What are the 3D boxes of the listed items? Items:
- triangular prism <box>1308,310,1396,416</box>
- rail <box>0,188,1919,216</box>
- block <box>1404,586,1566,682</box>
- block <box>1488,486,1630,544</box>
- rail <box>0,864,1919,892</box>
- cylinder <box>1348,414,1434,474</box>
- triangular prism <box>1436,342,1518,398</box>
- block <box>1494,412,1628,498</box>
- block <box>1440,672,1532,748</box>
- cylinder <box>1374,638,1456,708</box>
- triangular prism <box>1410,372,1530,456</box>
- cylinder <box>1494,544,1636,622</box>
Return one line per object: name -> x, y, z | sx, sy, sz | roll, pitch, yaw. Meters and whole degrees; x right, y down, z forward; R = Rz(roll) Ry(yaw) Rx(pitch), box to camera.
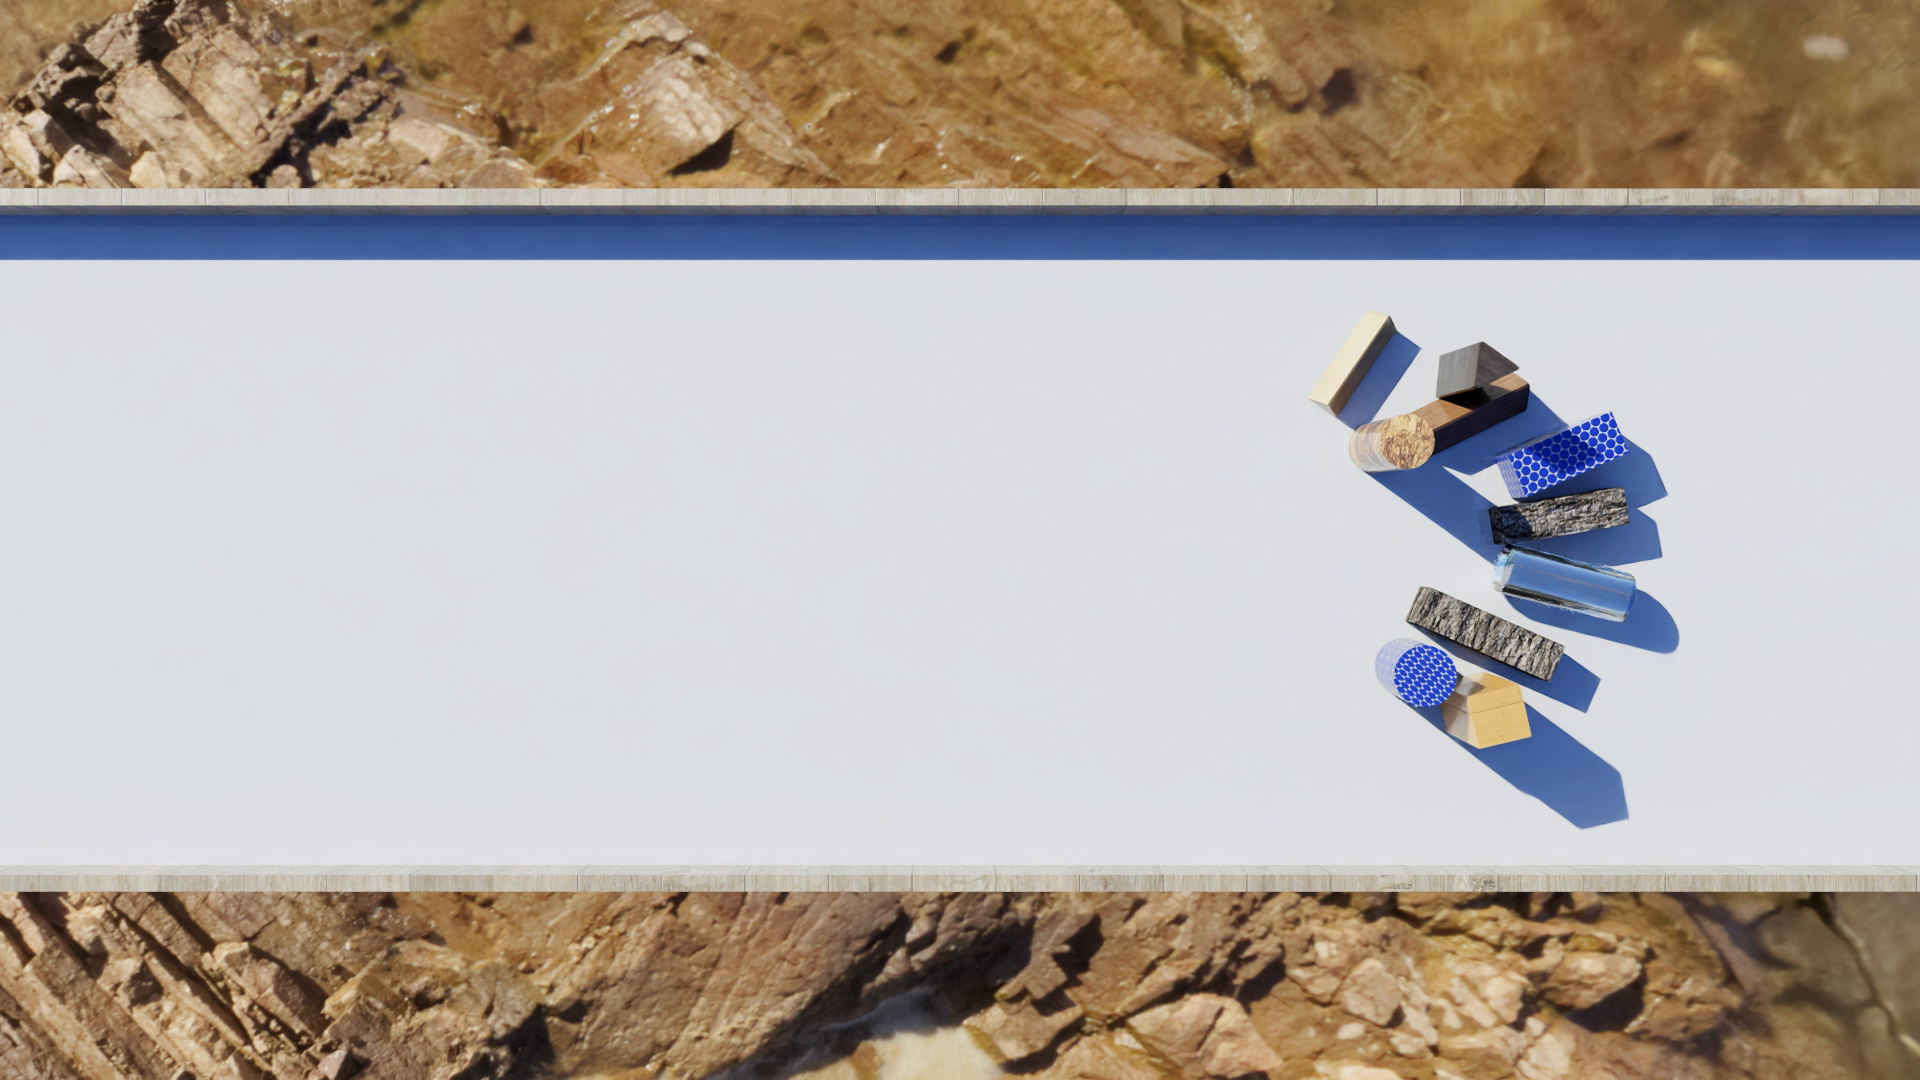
triangular prism -> 1.206, -0.542, 5.028 | 0.105, 0.091, 0.328 | 35, 90, 0
rail -> -2.247, -1.025, 5.002 | 12.000, 0.150, 0.050 | 0, 90, 0
block -> 1.595, 0.284, 5.018 | 0.443, 0.117, 0.117 | 24, 90, 0
block -> 1.821, -0.073, 5.020 | 0.377, 0.113, 0.113 | -10, 90, 0
rail -> -2.247, 1.025, 5.001 | 12.000, 0.150, 0.050 | 0, 90, 0
cylinder -> 1.270, -0.282, 4.876 | 0.156, 0.400, 0.156 | 0, 91, 1
triangular prism -> 1.504, -0.515, 4.881 | 0.133, 0.390, 0.115 | -25, 91, 0
block -> 1.824, -0.257, 5.009 | 0.335, 0.135, 0.135 | -23, 90, 0
block -> 1.556, 0.504, 4.917 | 0.155, 0.313, 0.155 | -13, 92, 0
cylinder -> 1.350, 0.390, 4.902 | 0.178, 0.334, 0.178 | 0, 91, 5
triangular prism -> 1.555, -0.392, 5.010 | 0.341, 0.126, 0.145 | -26, 90, 0
cylinder -> 1.832, 0.131, 5.000 | 0.376, 0.154, 0.154 | 14, 90, 0
